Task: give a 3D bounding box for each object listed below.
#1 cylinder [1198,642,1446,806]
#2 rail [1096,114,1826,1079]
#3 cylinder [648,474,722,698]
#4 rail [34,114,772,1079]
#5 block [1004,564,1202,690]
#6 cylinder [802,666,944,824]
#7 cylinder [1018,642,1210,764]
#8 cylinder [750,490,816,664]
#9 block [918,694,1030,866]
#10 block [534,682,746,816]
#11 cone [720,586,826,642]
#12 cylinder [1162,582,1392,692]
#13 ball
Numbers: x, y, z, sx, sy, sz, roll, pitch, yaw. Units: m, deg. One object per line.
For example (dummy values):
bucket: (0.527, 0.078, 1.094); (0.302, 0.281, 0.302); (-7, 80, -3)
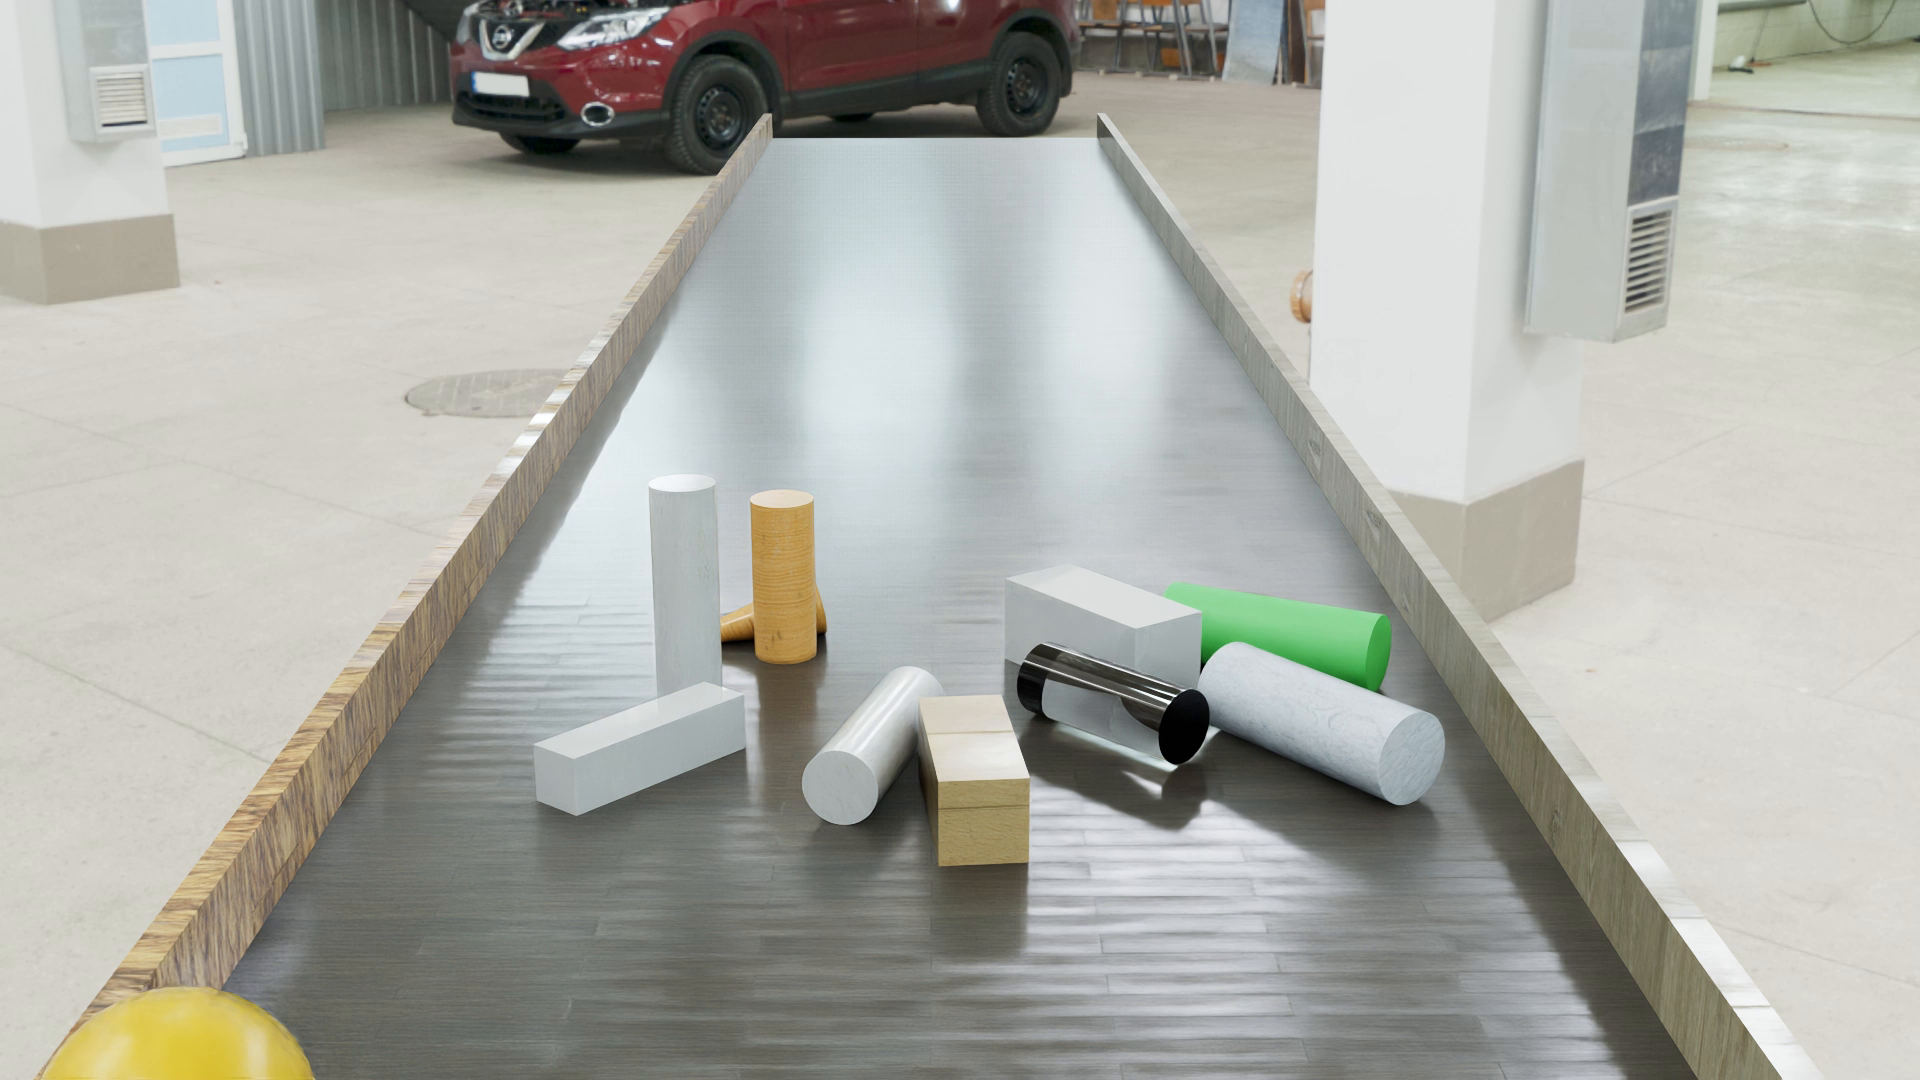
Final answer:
cylinder: (0.628, 0.317, 3.872); (0.165, 0.165, 0.444); (-12, 20, -35)
rail: (0.932, -0.844, 7.801); (0.050, 0.150, 12.000); (0, 17, -1)
cylinder: (-0.511, 0.104, 4.111); (0.124, 0.437, 0.124); (0, 17, 0)
rail: (-1.118, -0.838, 7.780); (0.050, 0.150, 12.000); (0, 17, -1)
block: (0.275, 0.187, 4.303); (0.169, 0.169, 0.390); (-12, 21, -36)
cylinder: (-0.143, 0.350, 3.817); (0.132, 0.132, 0.421); (4, 17, 14)
cylinder: (0.276, 0.293, 4.000); (0.137, 0.137, 0.350); (-15, 22, -41)
cylinder: (-0.352, 0.073, 4.402); (0.126, 0.326, 0.126); (0, 18, 0)
block: (0.019, 0.393, 3.652); (0.145, 0.145, 0.374); (-2, 17, -6)
block: (-0.553, 0.359, 3.839); (0.103, 0.103, 0.397); (13, 21, 38)
cone: (-0.457, 0.177, 4.524); (0.344, 0.125, 0.125); (-15, 20, -13)
cylinder: (0.614, 0.189, 4.322); (0.432, 0.153, 0.153); (9, 19, 27)
ball: (-0.879, 0.659, 2.466); (0.312, 0.312, 0.312); (0, 17, 0)
